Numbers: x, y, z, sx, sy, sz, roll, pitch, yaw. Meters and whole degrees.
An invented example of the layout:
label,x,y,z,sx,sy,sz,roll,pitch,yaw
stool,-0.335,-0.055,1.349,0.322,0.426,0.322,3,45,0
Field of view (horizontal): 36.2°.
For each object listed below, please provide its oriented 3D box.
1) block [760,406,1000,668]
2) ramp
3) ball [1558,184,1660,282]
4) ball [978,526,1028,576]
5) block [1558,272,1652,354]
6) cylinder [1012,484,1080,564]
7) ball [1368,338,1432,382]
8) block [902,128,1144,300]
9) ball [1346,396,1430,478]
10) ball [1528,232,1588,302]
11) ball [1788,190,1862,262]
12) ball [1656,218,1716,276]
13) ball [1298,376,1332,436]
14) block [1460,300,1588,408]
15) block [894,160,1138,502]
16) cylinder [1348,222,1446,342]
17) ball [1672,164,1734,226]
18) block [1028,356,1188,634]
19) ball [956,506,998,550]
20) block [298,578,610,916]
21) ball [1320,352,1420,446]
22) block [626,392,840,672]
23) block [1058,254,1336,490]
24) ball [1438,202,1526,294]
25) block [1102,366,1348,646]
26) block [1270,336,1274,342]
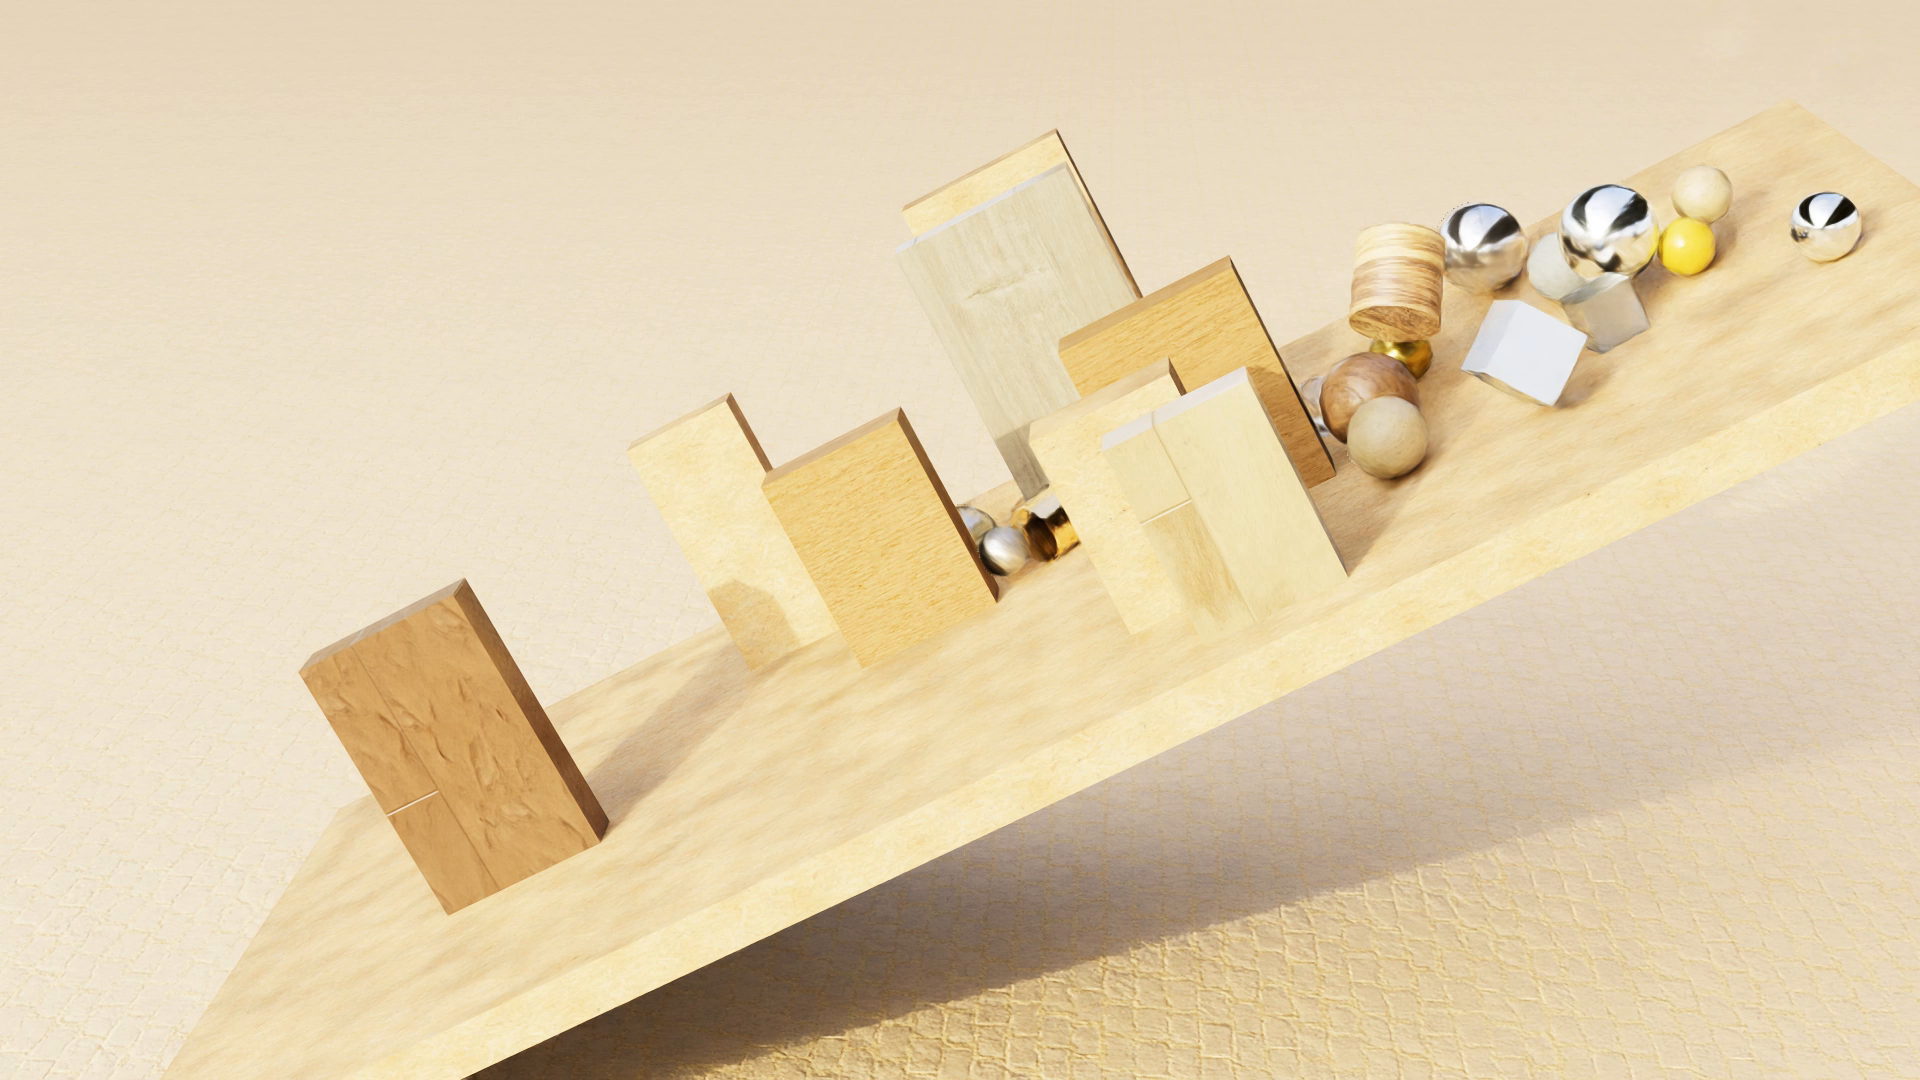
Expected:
label,x,y,z,sx,sy,sz,roll,pitch,yaw
block,-0.169,-0.004,6.328,0.329,0.458,0.118,-26,14,10
ramp,0.140,0.167,6.281,4.000,0.100,2.000,-26,14,10
ball,1.313,-0.619,5.955,0.203,0.203,0.203,0,17,0
ball,0.095,0.024,6.344,0.108,0.108,0.108,0,17,0
block,1.278,-0.450,5.830,0.112,0.112,0.112,-29,14,-2
cylinder,0.209,-0.044,6.406,0.138,0.138,0.138,17,44,44
ball,0.934,-0.391,6.242,0.135,0.135,0.135,0,17,0
block,0.214,-0.555,6.981,0.407,0.731,0.083,-26,14,10
ball,0.830,-0.200,5.707,0.159,0.159,0.159,0,17,0
ball,1.275,-0.579,6.217,0.150,0.150,0.150,0,17,0
ball,1.645,-0.596,5.592,0.134,0.134,0.134,0,17,0
ball,1.471,-0.595,5.960,0.117,0.117,0.117,0,17,0
ball,0.760,-0.281,6.202,0.127,0.127,0.127,0,17,0
block,1.064,-0.353,5.551,0.148,0.148,0.148,26,1,-10
block,0.207,-0.448,6.680,0.431,0.698,0.098,-26,14,10
cylinder,0.902,-0.530,6.067,0.186,0.186,0.186,7,-19,2
ball,1.529,-0.710,6.055,0.124,0.124,0.124,0,17,0
block,0.364,-0.085,5.637,0.295,0.429,0.145,-26,14,10
ball,0.008,0.010,6.530,0.173,0.173,0.173,0,17,0
block,-1.054,0.435,6.157,0.374,0.611,0.117,-26,14,10
ball,0.824,-0.279,5.918,0.200,0.200,0.200,0,17,0
block,-0.501,-0.016,6.741,0.260,0.590,0.089,-26,14,10
block,0.481,-0.270,5.965,0.386,0.480,0.126,-26,14,10
ball,1.165,-0.652,6.582,0.204,0.204,0.204,0,17,0
block,0.482,-0.061,5.356,0.290,0.413,0.113,-26,14,10
block,0.654,-0.404,6.732,0.130,0.130,0.130,-18,26,0
